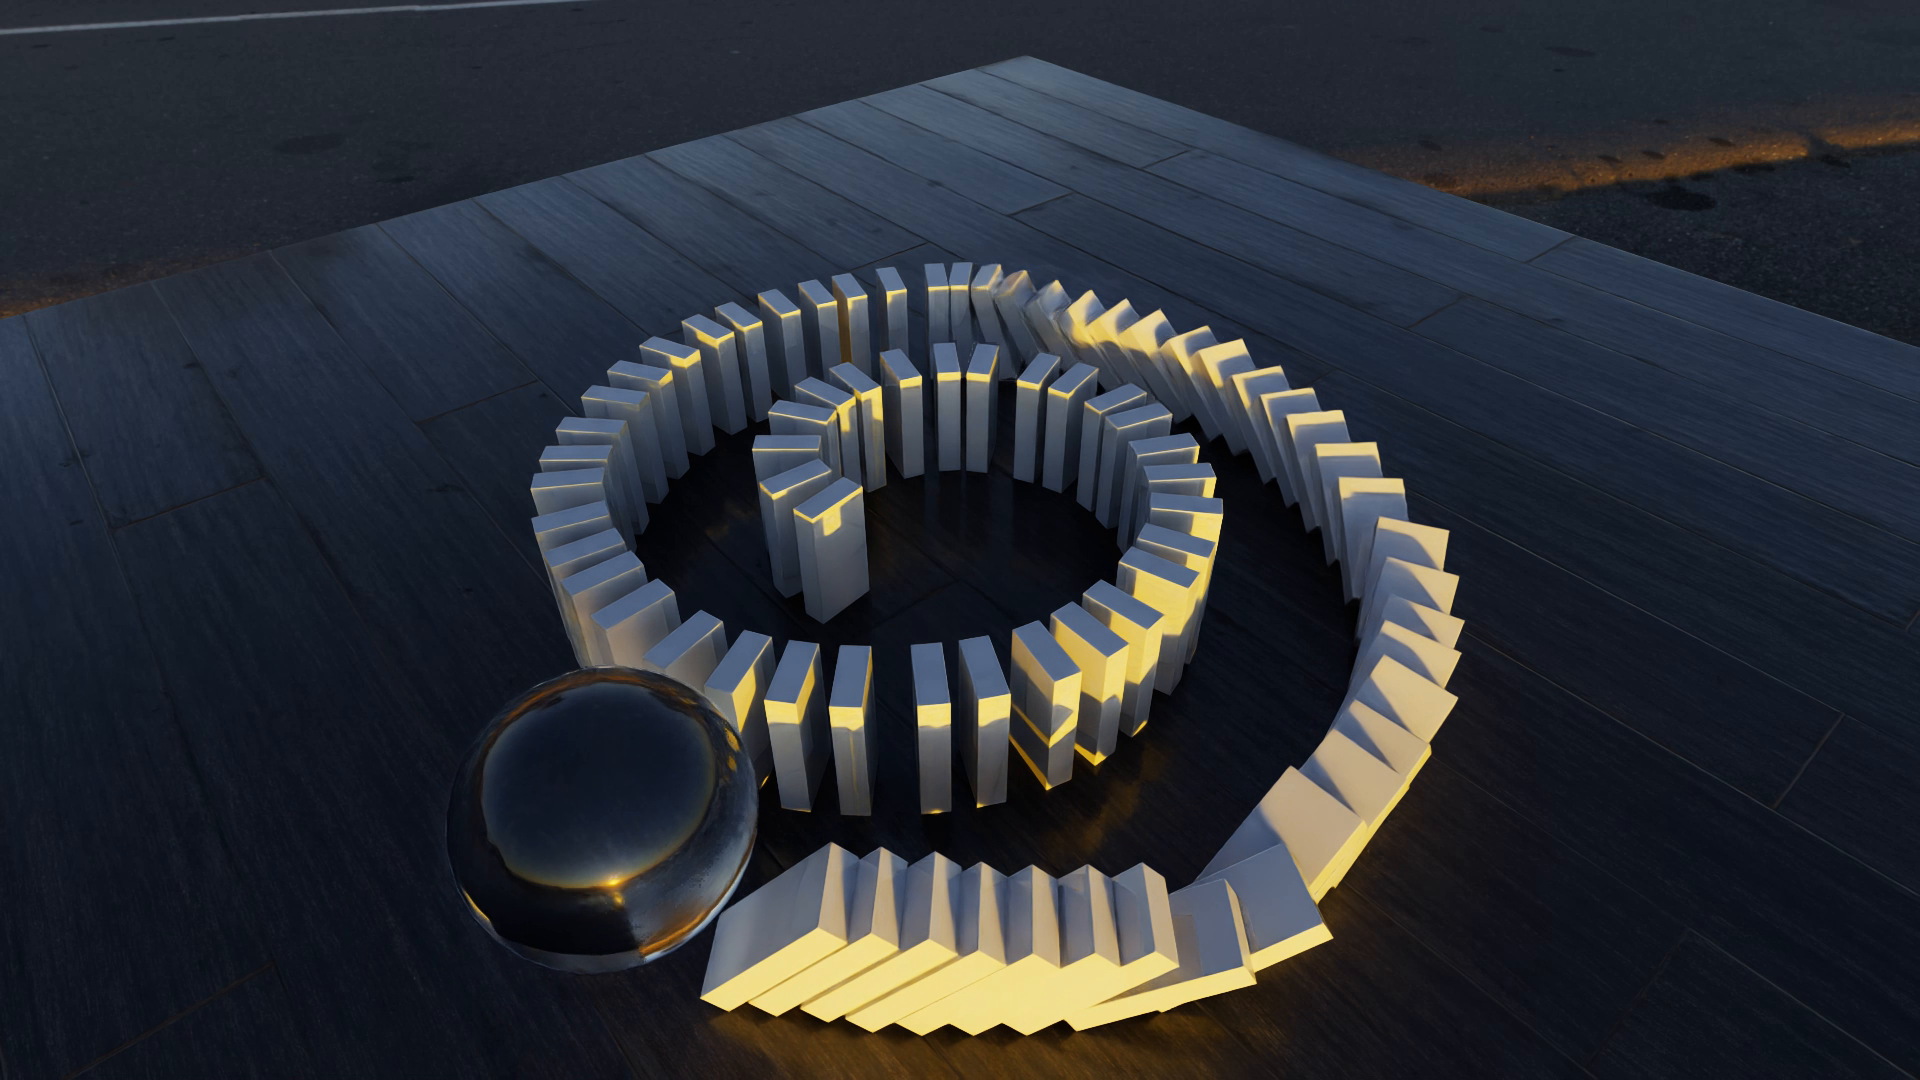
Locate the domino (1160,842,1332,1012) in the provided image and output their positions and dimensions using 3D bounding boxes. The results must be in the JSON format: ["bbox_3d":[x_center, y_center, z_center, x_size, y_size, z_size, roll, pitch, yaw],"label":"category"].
[{"bbox_3d":[0.071,0.105,0.298,0.050,0.010,0.025,-29,39,11],"label":"domino"}]

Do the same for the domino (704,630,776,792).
[{"bbox_3d":[-0.066,0.055,0.344,0.009,0.050,0.025,13,41,15],"label":"domino"}]

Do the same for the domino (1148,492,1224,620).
[{"bbox_3d":[0.080,0.006,0.404,0.025,0.050,0.009,5,40,7],"label":"domino"}]

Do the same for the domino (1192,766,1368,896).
[{"bbox_3d":[0.089,0.092,0.312,0.050,0.010,0.025,-49,53,-5],"label":"domino"}]

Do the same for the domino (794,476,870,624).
[{"bbox_3d":[-0.047,0.004,0.406,0.010,0.050,0.025,28,47,30],"label":"domino"}]

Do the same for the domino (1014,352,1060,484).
[{"bbox_3d":[0.033,-0.053,0.476,0.009,0.050,0.025,16,42,19],"label":"domino"}]

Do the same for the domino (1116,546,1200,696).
[{"bbox_3d":[0.066,0.028,0.377,0.025,0.050,0.010,22,44,25],"label":"domino"}]

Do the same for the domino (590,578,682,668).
[{"bbox_3d":[-0.104,0.039,0.363,0.009,0.050,0.025,32,49,33],"label":"domino"}]

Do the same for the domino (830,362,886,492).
[{"bbox_3d":[-0.043,-0.048,0.470,0.009,0.050,0.025,-25,46,-28],"label":"domino"}]

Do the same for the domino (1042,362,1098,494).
[{"bbox_3d":[0.047,-0.048,0.470,0.010,0.050,0.025,23,45,26],"label":"domino"}]

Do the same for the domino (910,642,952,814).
[{"bbox_3d":[-0.009,0.059,0.340,0.009,0.050,0.025,-4,40,-5],"label":"domino"}]

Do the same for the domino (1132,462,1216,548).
[{"bbox_3d":[0.080,-0.006,0.418,0.025,0.050,0.009,-3,39,-4],"label":"domino"}]

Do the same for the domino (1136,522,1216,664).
[{"bbox_3d":[0.073,0.019,0.388,0.025,0.050,0.009,17,42,19],"label":"domino"}]

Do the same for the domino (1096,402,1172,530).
[{"bbox_3d":[0.070,-0.030,0.448,0.025,0.050,0.010,-16,42,-19],"label":"domino"}]

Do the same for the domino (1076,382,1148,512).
[{"bbox_3d":[0.063,-0.038,0.458,0.025,0.050,0.009,-24,45,-27],"label":"domino"}]

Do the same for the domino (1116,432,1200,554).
[{"bbox_3d":[0.077,-0.017,0.432,0.025,0.050,0.009,-9,40,-11],"label":"domino"}]

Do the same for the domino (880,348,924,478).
[{"bbox_3d":[-0.025,-0.055,0.478,0.009,0.050,0.025,-15,42,-18],"label":"domino"}]

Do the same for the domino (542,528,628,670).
[{"bbox_3d":[-0.126,0.022,0.385,0.025,0.050,0.009,-22,44,-25],"label":"domino"}]

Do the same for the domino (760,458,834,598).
[{"bbox_3d":[-0.060,-0.004,0.416,0.025,0.050,0.009,-25,46,-28],"label":"domino"}]

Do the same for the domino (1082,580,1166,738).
[{"bbox_3d":[0.052,0.040,0.363,0.025,0.050,0.009,30,48,32],"label":"domino"}]

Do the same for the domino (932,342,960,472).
[{"bbox_3d":[-0.006,-0.058,0.482,0.010,0.050,0.025,-4,39,-4],"label":"domino"}]

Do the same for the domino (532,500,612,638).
[{"bbox_3d":[-0.135,0.011,0.398,0.025,0.050,0.009,-16,42,-19],"label":"domino"}]

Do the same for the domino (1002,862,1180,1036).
[{"bbox_3d":[0.032,0.107,0.287,0.050,0.010,0.025,-37,31,26],"label":"domino"}]

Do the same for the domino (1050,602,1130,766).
[{"bbox_3d":[0.040,0.047,0.355,0.009,0.050,0.025,-27,47,-29],"label":"domino"}]

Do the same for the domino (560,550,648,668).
[{"bbox_3d":[-0.117,0.030,0.375,0.025,0.050,0.009,-27,46,-29],"label":"domino"}]

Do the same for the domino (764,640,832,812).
[{"bbox_3d":[-0.050,0.058,0.341,0.010,0.050,0.025,6,40,8],"label":"domino"}]

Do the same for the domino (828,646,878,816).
[{"bbox_3d":[-0.032,0.059,0.339,0.010,0.050,0.025,1,39,2],"label":"domino"}]

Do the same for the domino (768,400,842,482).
[{"bbox_3d":[-0.062,-0.032,0.450,0.025,0.050,0.010,11,41,13],"label":"domino"}]

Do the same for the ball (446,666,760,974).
[{"bbox_3d":[-0.095,0.074,0.297,0.080,0.080,0.080,0,39,0],"label":"ball"}]

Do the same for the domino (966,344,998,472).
[{"bbox_3d":[0.010,-0.057,0.481,0.009,0.050,0.025,7,40,8],"label":"domino"}]

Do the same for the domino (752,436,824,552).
[{"bbox_3d":[-0.066,-0.018,0.433,0.025,0.050,0.009,0,39,0],"label":"domino"}]

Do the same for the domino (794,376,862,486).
[{"bbox_3d":[-0.055,-0.041,0.462,0.025,0.050,0.010,27,46,29],"label":"domino"}]

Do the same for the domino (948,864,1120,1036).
[{"bbox_3d":[0.018,0.107,0.287,0.050,0.010,0.025,-37,29,27],"label":"domino"}]

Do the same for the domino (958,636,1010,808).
[{"bbox_3d":[0.007,0.057,0.342,0.010,0.050,0.025,-9,40,-10],"label":"domino"}]

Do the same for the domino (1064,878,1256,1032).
[{"bbox_3d":[0.050,0.110,0.291,0.050,0.010,0.025,-23,36,18],"label":"domino"}]

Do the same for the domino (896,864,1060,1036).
[{"bbox_3d":[0.004,0.107,0.286,0.009,0.050,0.025,37,32,-24],"label":"domino"}]

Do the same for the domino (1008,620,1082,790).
[{"bbox_3d":[0.026,0.053,0.347,0.010,0.050,0.025,-18,43,-21],"label":"domino"}]

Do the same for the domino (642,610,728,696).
[{"bbox_3d":[-0.085,0.049,0.351,0.009,0.050,0.025,23,45,26],"label":"domino"}]
